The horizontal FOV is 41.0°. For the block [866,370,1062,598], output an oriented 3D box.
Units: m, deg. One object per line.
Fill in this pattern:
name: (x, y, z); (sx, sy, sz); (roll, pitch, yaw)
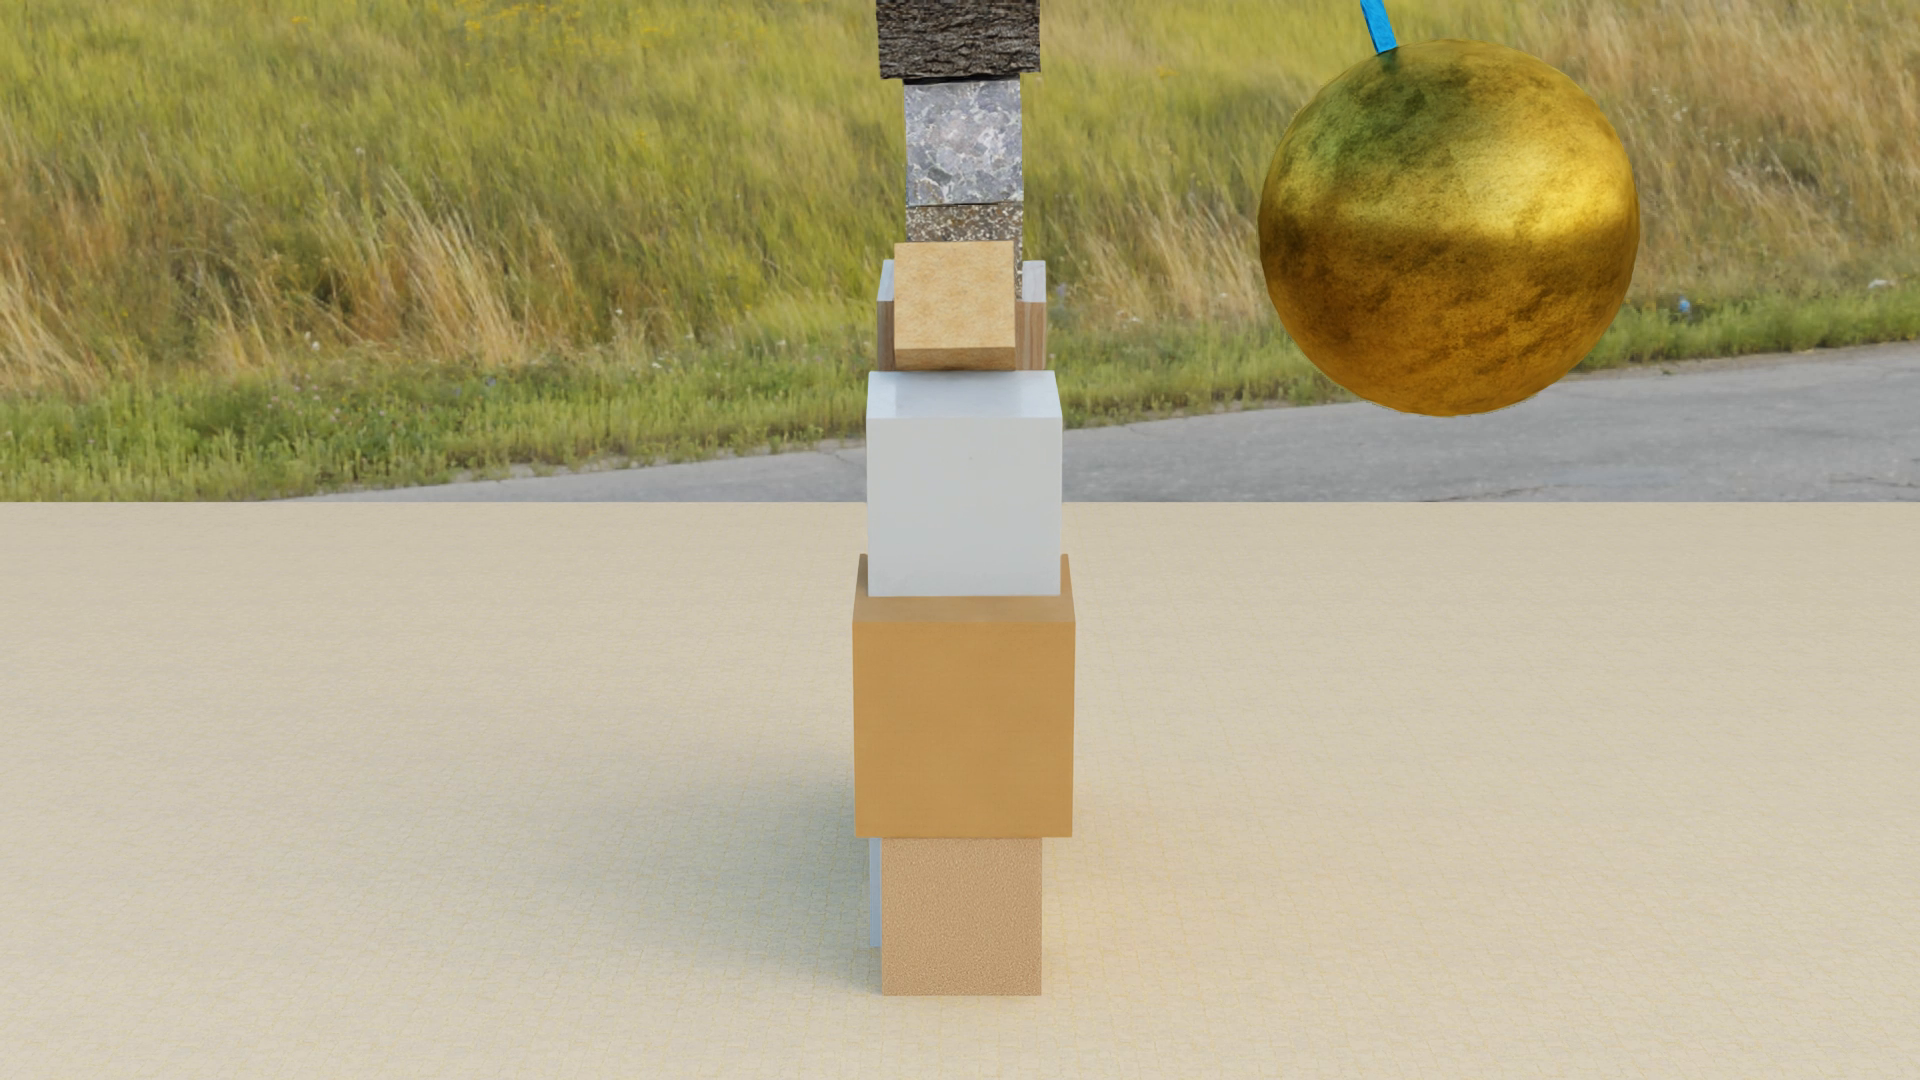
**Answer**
block: (0.011, -0.223, 9.882); (0.725, 0.707, 0.632); (0, 20, -1)

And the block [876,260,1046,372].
block: (0.013, -0.775, 10.832); (0.690, 0.671, 0.587); (1, 23, 1)

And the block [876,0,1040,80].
block: (-0.018, -2.137, 9.993); (0.618, 0.524, 0.569); (-3, 25, -1)

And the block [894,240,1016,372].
block: (-0.017, -0.871, 10.150); (0.464, 0.453, 0.456); (-1, -21, 1)

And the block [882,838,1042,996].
block: (0.007, 1.387, 10.102); (0.615, 0.645, 0.552); (0, 12, 0)

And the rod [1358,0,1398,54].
rod: (0.899, -4.465, 10.368); (0.080, 5.200, 0.080); (-20, 10, 4)

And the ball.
ball: (2.074, -1.326, 10.939); (1.600, 1.600, 1.600); (0, 10, 0)

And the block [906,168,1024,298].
block: (0.017, -1.307, 10.561); (0.469, 0.423, 0.533); (0, 34, 0)

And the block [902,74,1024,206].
block: (0.007, -1.663, 10.217); (0.451, 0.494, 0.493); (-3, 29, -1)

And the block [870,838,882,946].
block: (-0.019, 1.238, 10.699); (0.694, 0.736, 0.641); (0, 10, 0)

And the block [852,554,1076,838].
block: (0.015, 0.593, 9.955); (0.825, 0.880, 0.741); (0, 20, 0)
